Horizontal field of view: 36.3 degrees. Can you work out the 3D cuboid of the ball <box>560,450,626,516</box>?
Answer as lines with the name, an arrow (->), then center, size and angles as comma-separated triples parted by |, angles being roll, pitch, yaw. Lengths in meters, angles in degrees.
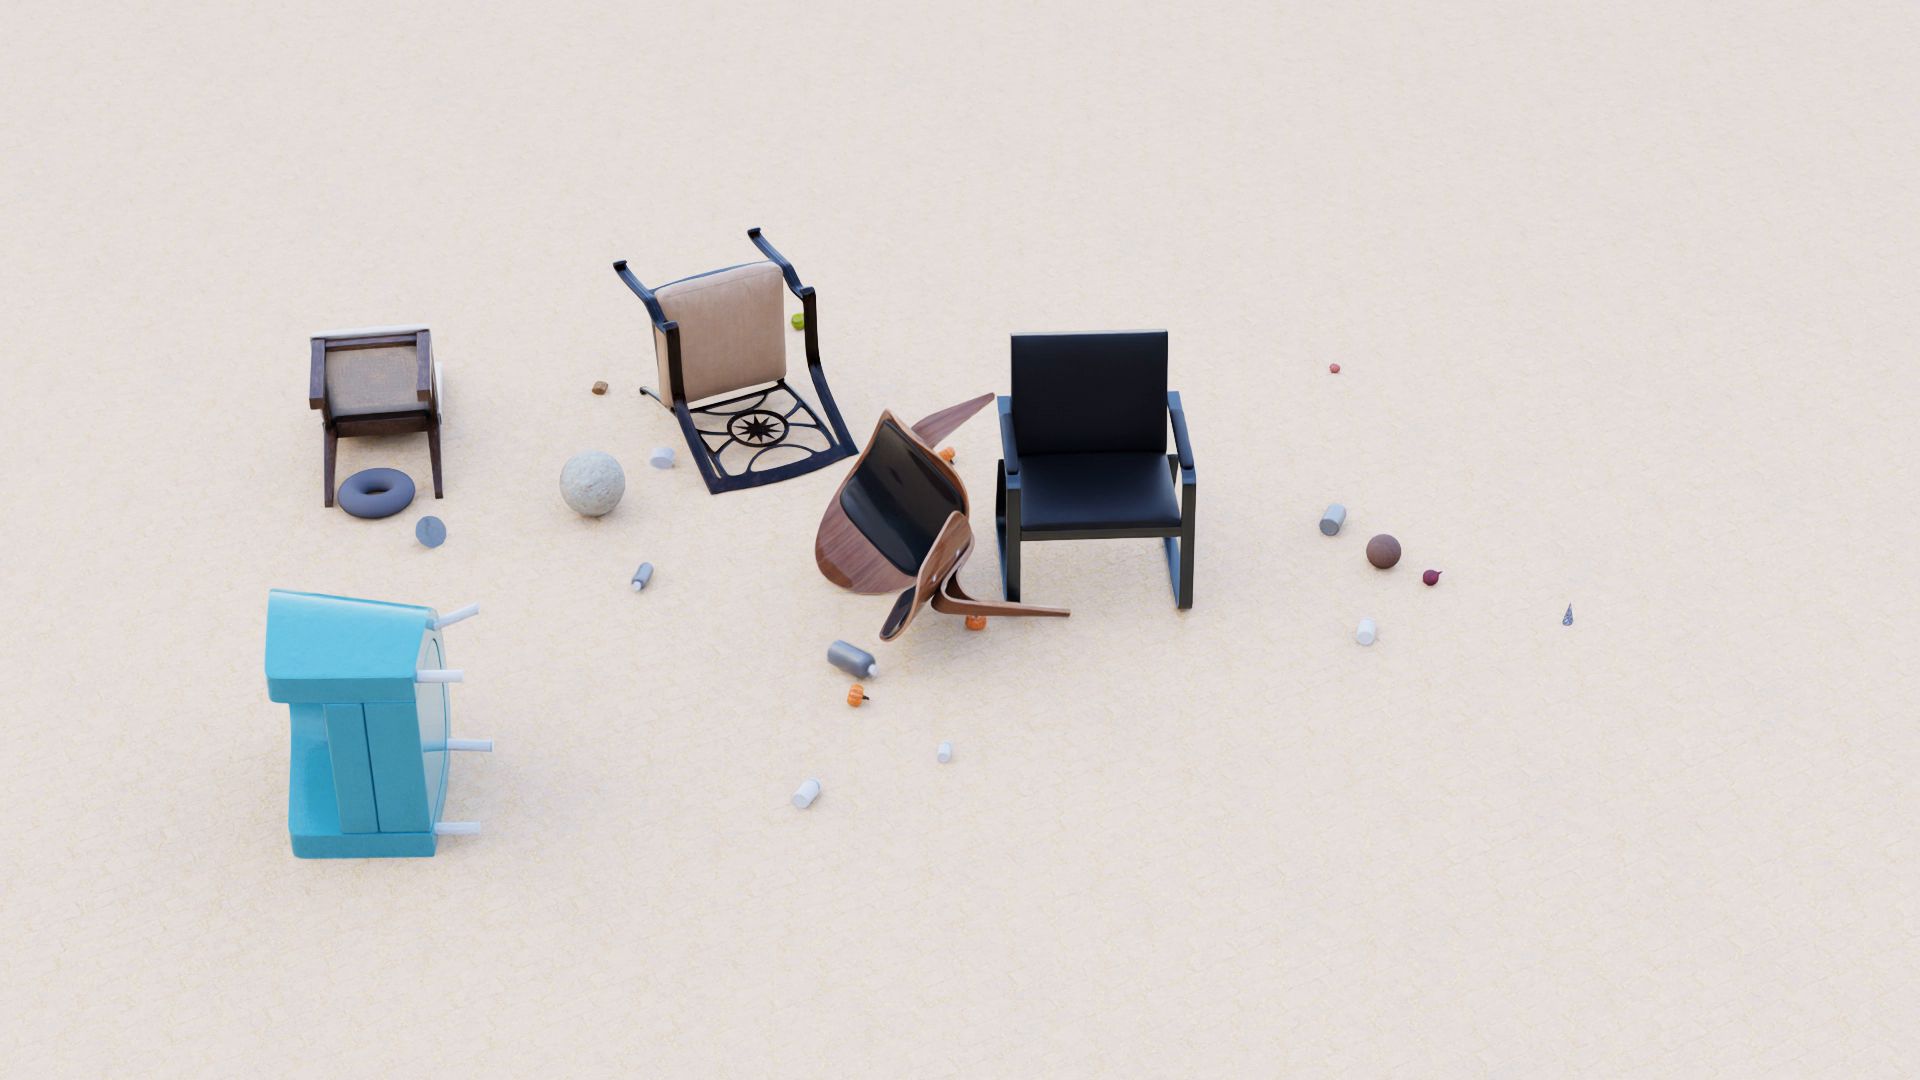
ball -> -1.385, -0.215, 11.044 | 0.249, 0.249, 0.249 | 0, 33, 0

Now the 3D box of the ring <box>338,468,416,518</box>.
ring -> -2.217, -0.178, 11.138 | 0.283, 0.087, 0.301 | 24, 39, 30

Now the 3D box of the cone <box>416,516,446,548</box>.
cone -> -2.001, -0.022, 10.931 | 0.100, 0.121, 0.140 | -14, -4, 44

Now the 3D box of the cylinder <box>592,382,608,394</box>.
cylinder -> -1.455, -0.615, 11.849 | 0.057, 0.032, 0.055 | 7, 34, 5

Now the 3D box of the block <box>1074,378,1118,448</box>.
block -> 0.537, -0.498, 11.516 | 0.121, 0.202, 0.157 | 13, 36, 19

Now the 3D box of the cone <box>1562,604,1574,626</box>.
cone -> 2.177, 0.257, 10.476 | 0.038, 0.087, 0.058 | 17, 37, 24

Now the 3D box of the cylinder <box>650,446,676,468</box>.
cylinder -> -1.155, -0.319, 11.378 | 0.091, 0.055, 0.074 | 3, 33, 0
